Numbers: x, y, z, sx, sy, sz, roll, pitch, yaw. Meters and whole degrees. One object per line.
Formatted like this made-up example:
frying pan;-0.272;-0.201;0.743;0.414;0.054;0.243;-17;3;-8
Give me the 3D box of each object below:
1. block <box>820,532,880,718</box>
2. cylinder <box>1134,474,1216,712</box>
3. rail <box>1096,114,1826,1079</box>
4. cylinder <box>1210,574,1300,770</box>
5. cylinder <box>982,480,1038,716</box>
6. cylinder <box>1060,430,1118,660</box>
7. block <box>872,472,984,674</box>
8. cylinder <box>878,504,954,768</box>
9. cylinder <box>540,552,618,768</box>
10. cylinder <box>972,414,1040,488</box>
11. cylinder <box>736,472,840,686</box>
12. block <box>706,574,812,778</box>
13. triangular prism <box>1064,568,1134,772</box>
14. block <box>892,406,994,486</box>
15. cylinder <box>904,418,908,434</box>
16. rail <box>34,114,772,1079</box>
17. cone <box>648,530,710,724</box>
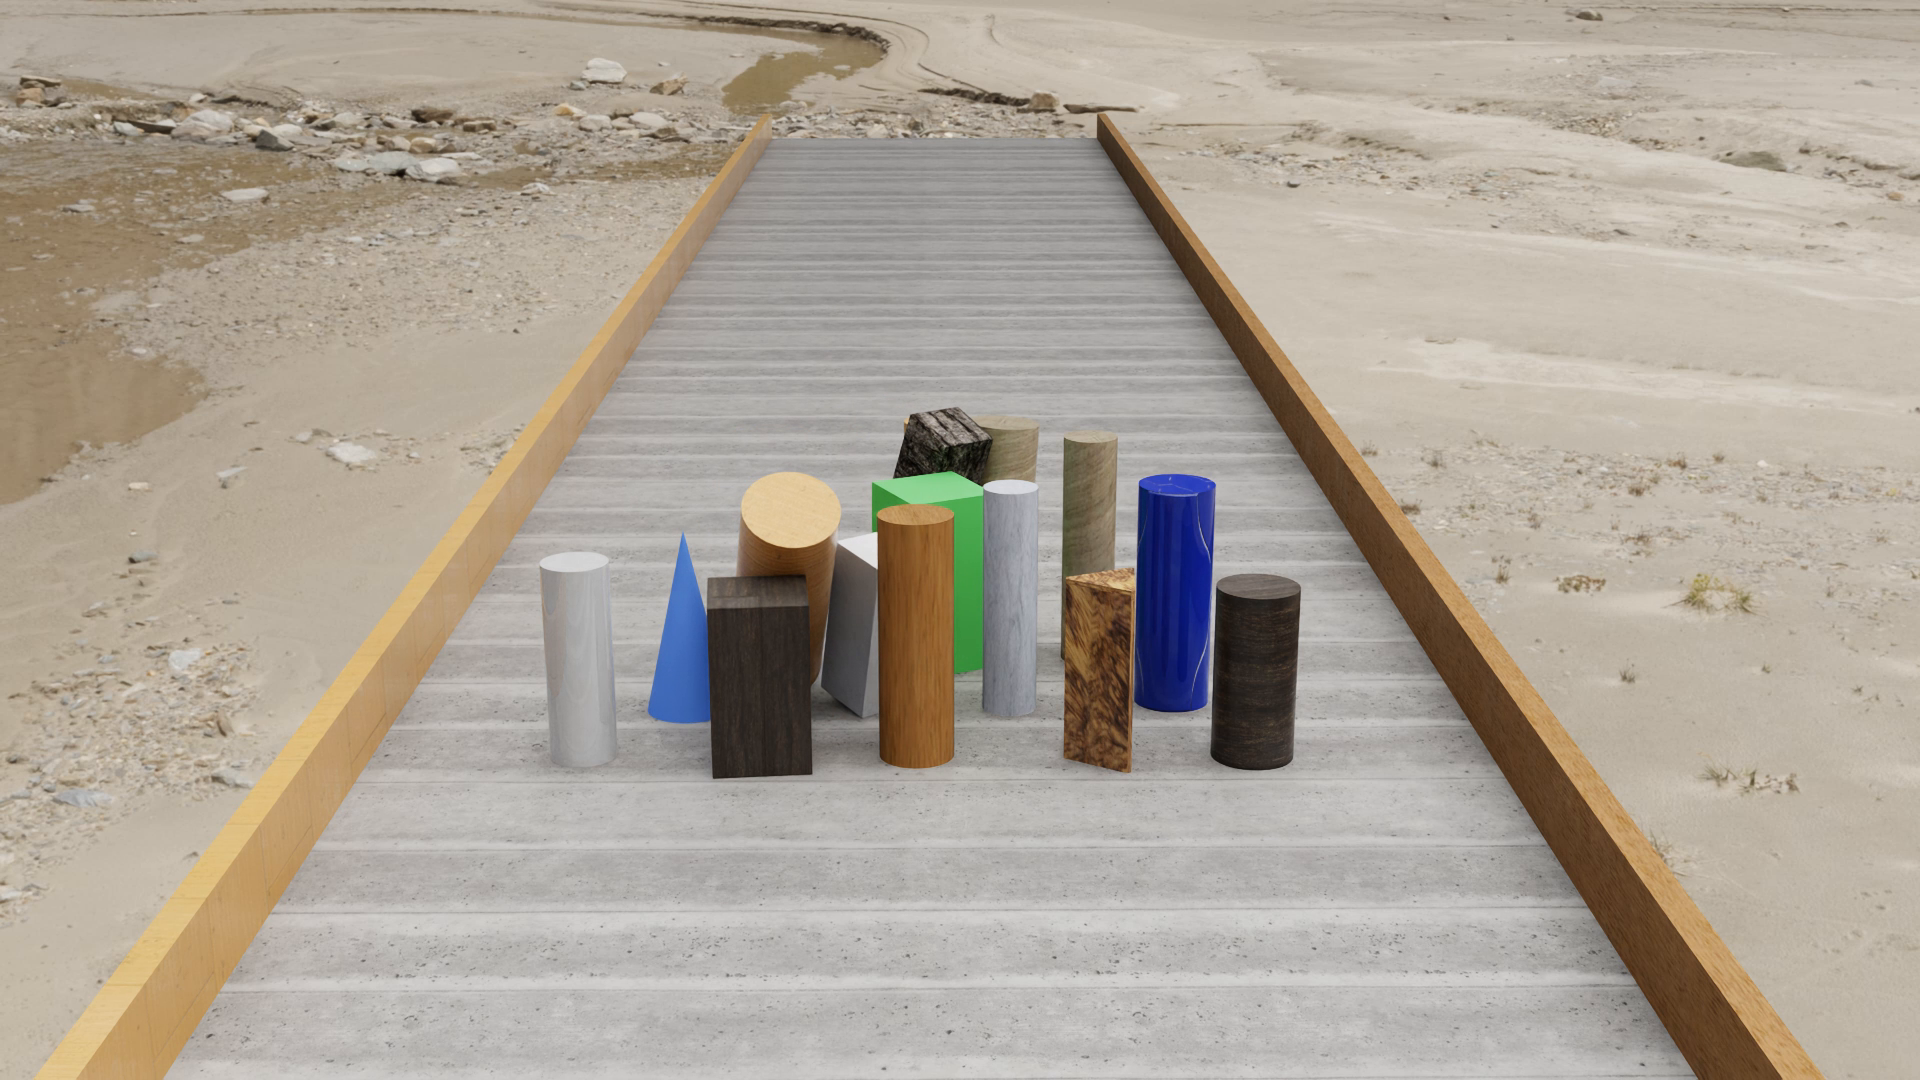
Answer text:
block;-0.155;0.156;4.129;0.133;0.308;0.133;-13;32;-38
cylinder;0.403;0.100;4.143;0.143;0.426;0.143;0;17;0
rail;0.932;-0.844;7.801;0.050;0.150;12.000;0;17;-1
cylinder;0.522;0.232;3.890;0.147;0.317;0.147;0;17;0
cylinder;0.093;0.109;4.105;0.102;0.431;0.102;0;17;0
cylinder;0.256;0.016;4.371;0.106;0.457;0.106;0;17;0
block;-0.055;0.069;4.356;0.178;0.360;0.178;-9;20;-27
cylinder;-0.077;0.170;3.874;0.134;0.446;0.134;0;17;0
cylinder;-0.672;0.211;3.884;0.120;0.361;0.120;0;17;0
cylinder;0.077;-0.041;4.613;0.151;0.419;0.151;4;14;-1
cylinder;-0.329;0.090;4.087;0.178;0.455;0.178;5;50;-6
block;-0.353;0.239;3.873;0.174;0.313;0.174;-2;17;-6
triangular prism;0.272;0.223;3.888;0.135;0.335;0.117;11;20;32
block;-0.071;-0.046;4.563;0.124;0.450;0.124;-12;42;-37
cylinder;-0.062;-0.088;4.883;0.122;0.364;0.122;0;17;0
rail;-1.118;-0.838;7.780;0.050;0.150;12.000;0;17;-1
cone;-0.511;0.149;4.107;0.157;0.352;0.157;0;17;0
